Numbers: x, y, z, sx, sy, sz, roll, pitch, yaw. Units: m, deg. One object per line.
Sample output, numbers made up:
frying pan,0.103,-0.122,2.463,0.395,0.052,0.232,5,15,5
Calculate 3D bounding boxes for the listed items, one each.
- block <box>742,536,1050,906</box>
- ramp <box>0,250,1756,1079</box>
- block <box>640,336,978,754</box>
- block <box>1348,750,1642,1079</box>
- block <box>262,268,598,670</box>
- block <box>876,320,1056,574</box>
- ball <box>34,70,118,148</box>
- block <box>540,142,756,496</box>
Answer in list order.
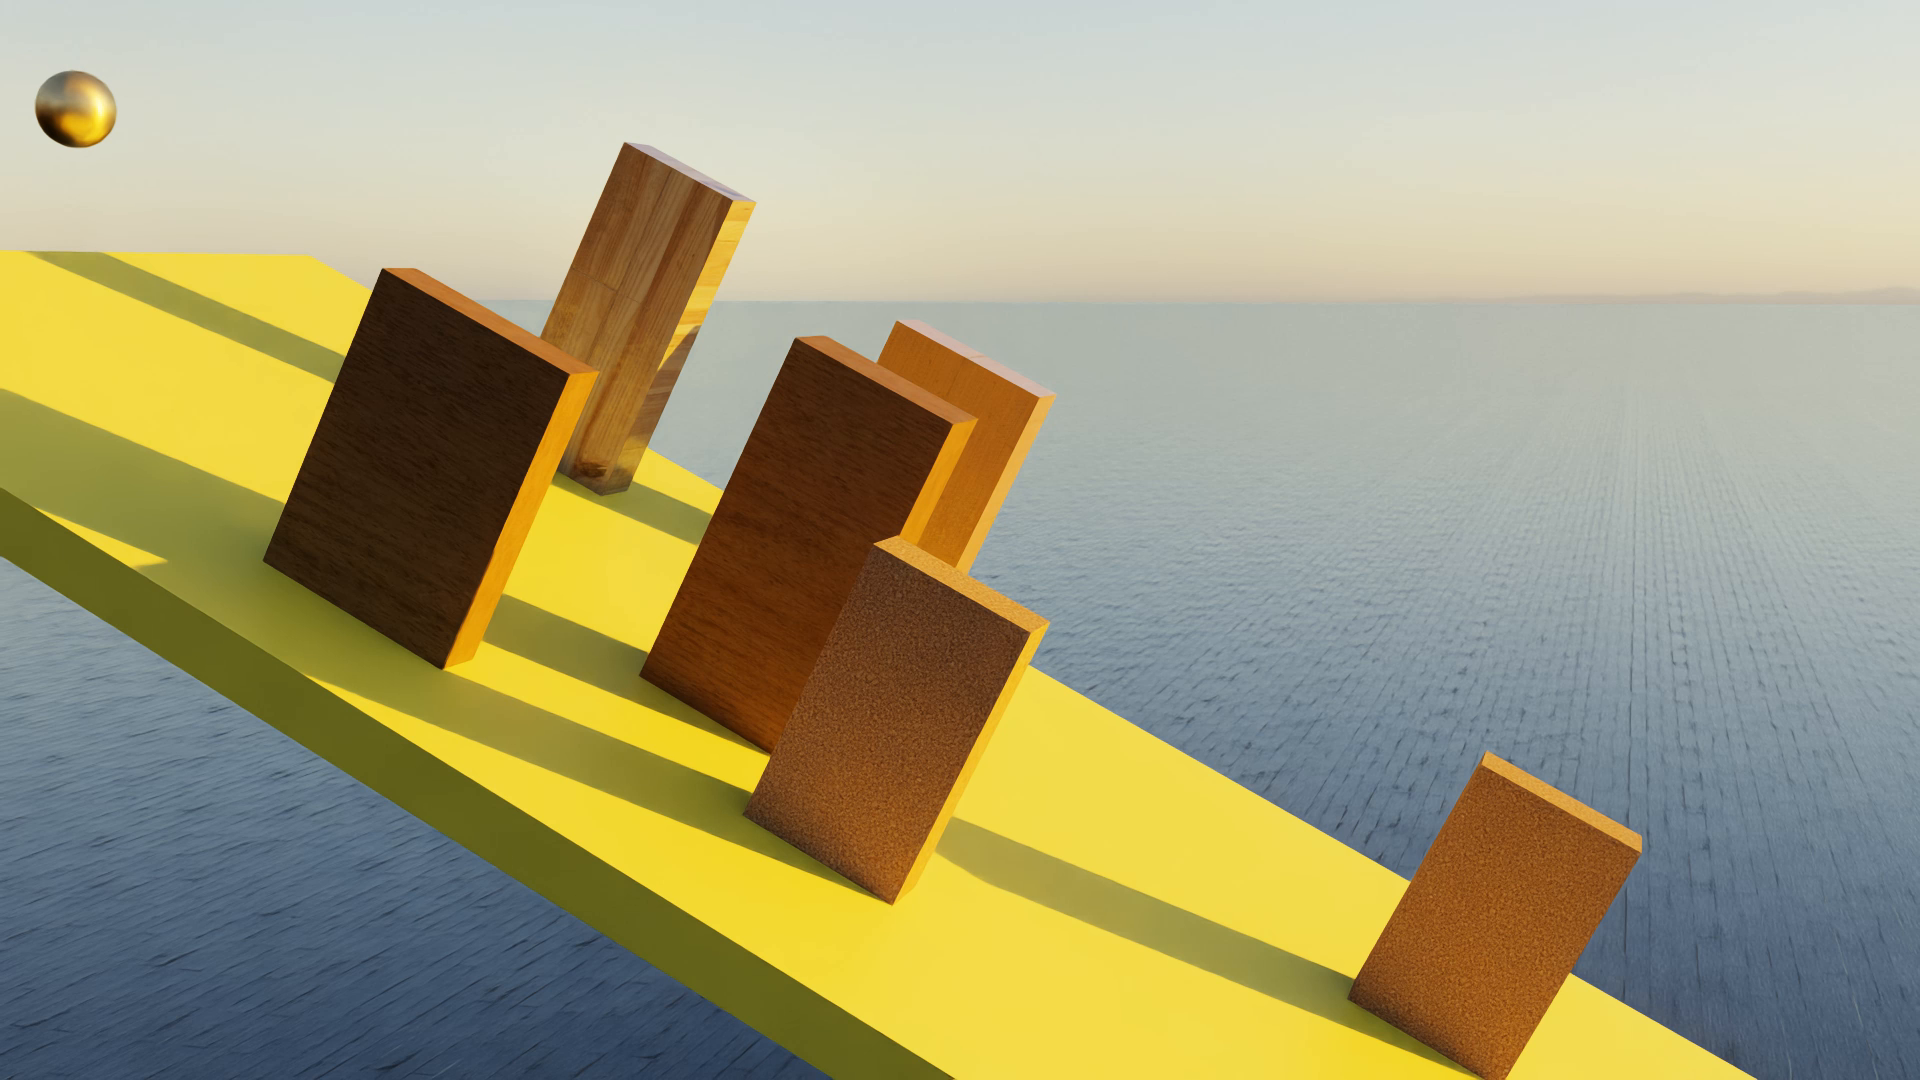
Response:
block,-0.105,0.288,3.532,0.288,0.506,0.116,29,14,12
ramp,-0.238,0.400,4.156,4.000,0.100,2.000,29,14,12
block,-0.270,0.016,3.876,0.317,0.676,0.146,29,14,12
block,0.971,0.689,4.005,0.311,0.509,0.123,29,14,12
block,-0.865,-0.117,3.577,0.367,0.538,0.101,29,14,12
block,-0.092,-0.137,4.902,0.363,0.606,0.146,29,14,12
ball,-1.886,-0.919,4.691,0.164,0.164,0.164,0,7,0
block,-0.728,-0.478,4.786,0.279,0.709,0.129,29,14,12
